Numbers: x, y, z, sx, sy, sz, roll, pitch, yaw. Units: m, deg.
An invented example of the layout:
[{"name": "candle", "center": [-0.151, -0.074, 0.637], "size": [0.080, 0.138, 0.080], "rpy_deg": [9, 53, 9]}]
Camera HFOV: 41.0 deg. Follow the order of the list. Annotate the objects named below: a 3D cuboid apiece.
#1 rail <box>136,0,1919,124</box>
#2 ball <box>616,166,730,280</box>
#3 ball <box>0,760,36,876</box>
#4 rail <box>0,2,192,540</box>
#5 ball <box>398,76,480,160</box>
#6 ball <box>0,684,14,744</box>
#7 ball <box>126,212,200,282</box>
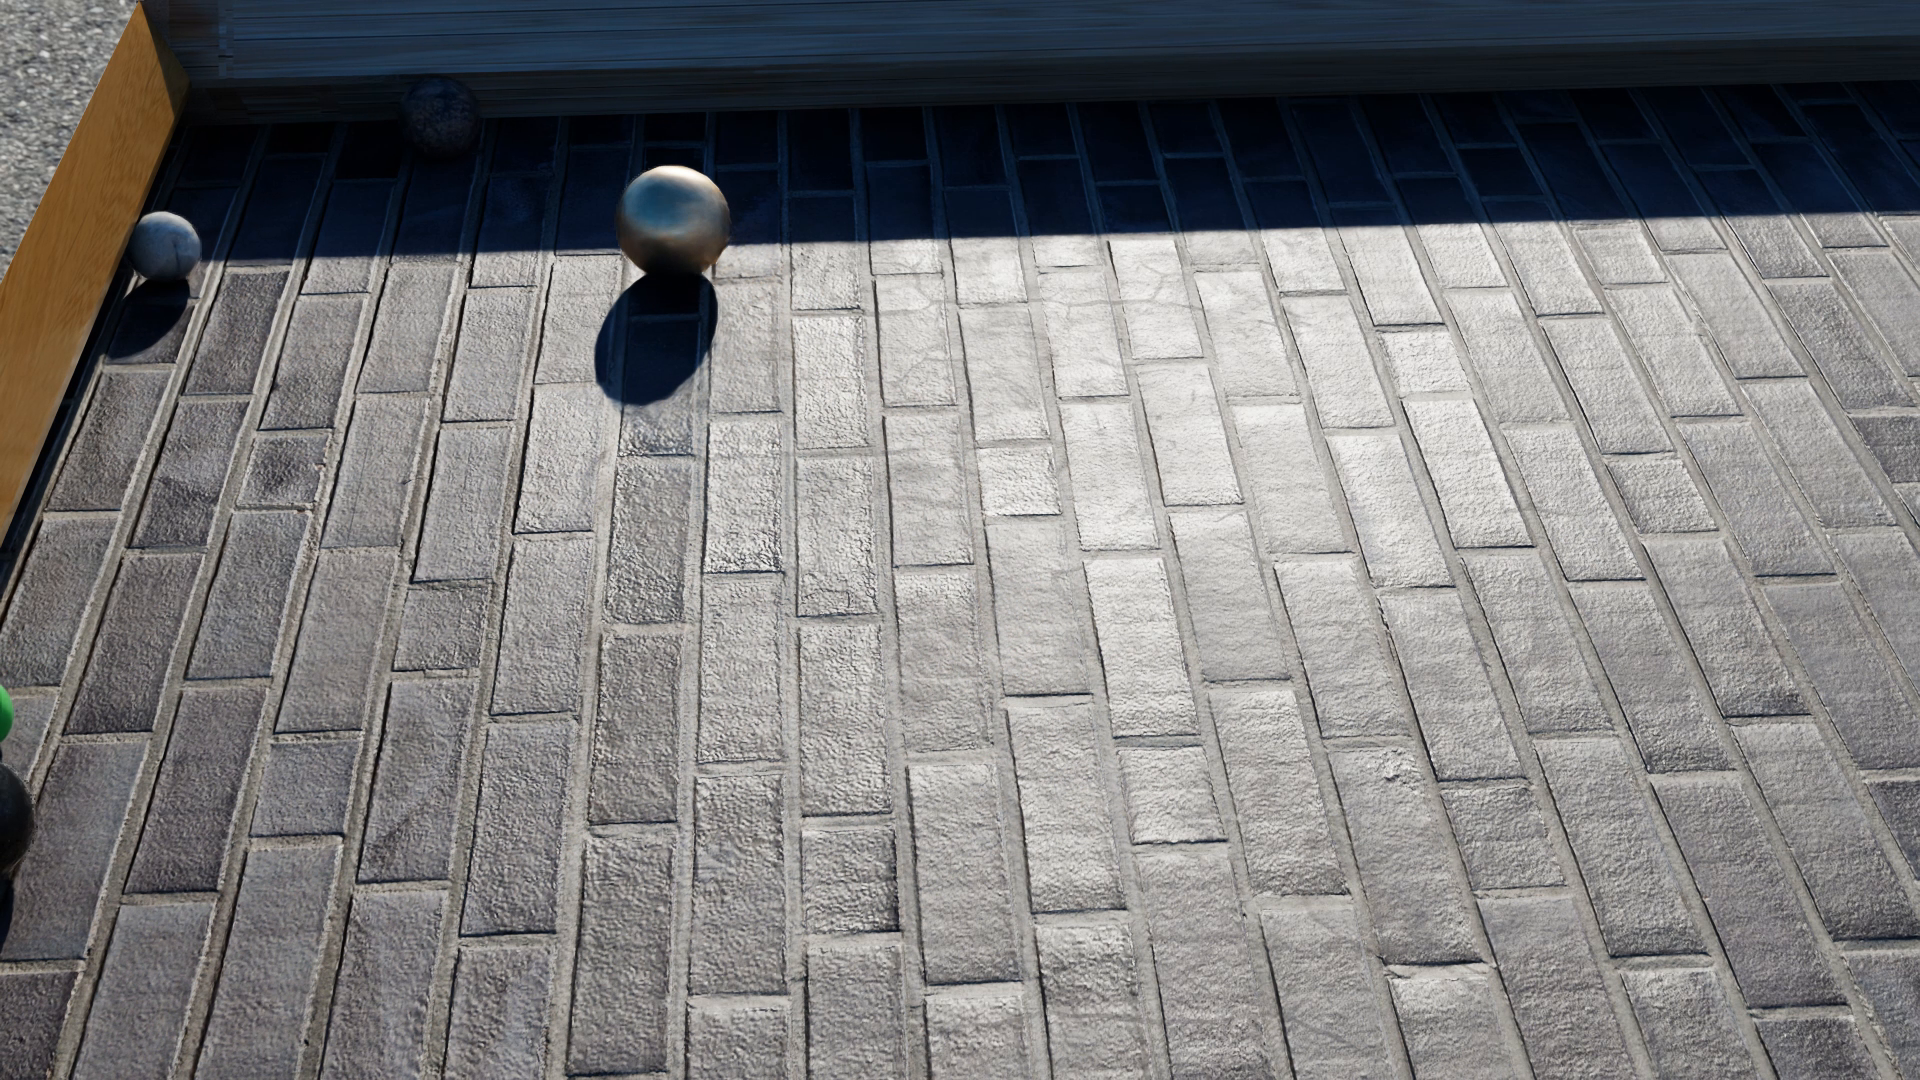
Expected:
[{"name": "rail", "center": [0.642, -0.464, 2.357], "size": [2.746, 0.121, 0.045], "rpy_deg": [-2, 36, -3]}, {"name": "ball", "center": [-0.234, -0.259, 2.097], "size": [0.093, 0.093, 0.093], "rpy_deg": [0, 36, 0]}, {"name": "ball", "center": [-0.588, 0.165, 1.515], "size": [0.080, 0.080, 0.080], "rpy_deg": [0, 36, 0]}, {"name": "rail", "center": [-0.662, 0.000, 1.709], "size": [0.045, 0.121, 1.480], "rpy_deg": [-2, 36, -3]}, {"name": "ball", "center": [-0.462, -0.374, 2.276], "size": [0.072, 0.072, 0.072], "rpy_deg": [0, 36, 0]}, {"name": "ball", "center": [-0.623, 0.110, 1.617], "size": [0.051, 0.051, 0.051], "rpy_deg": [0, 36, 0]}, {"name": "ball", "center": [-0.652, -0.239, 2.100], "size": [0.058, 0.058, 0.058], "rpy_deg": [0, 36, 0]}]
